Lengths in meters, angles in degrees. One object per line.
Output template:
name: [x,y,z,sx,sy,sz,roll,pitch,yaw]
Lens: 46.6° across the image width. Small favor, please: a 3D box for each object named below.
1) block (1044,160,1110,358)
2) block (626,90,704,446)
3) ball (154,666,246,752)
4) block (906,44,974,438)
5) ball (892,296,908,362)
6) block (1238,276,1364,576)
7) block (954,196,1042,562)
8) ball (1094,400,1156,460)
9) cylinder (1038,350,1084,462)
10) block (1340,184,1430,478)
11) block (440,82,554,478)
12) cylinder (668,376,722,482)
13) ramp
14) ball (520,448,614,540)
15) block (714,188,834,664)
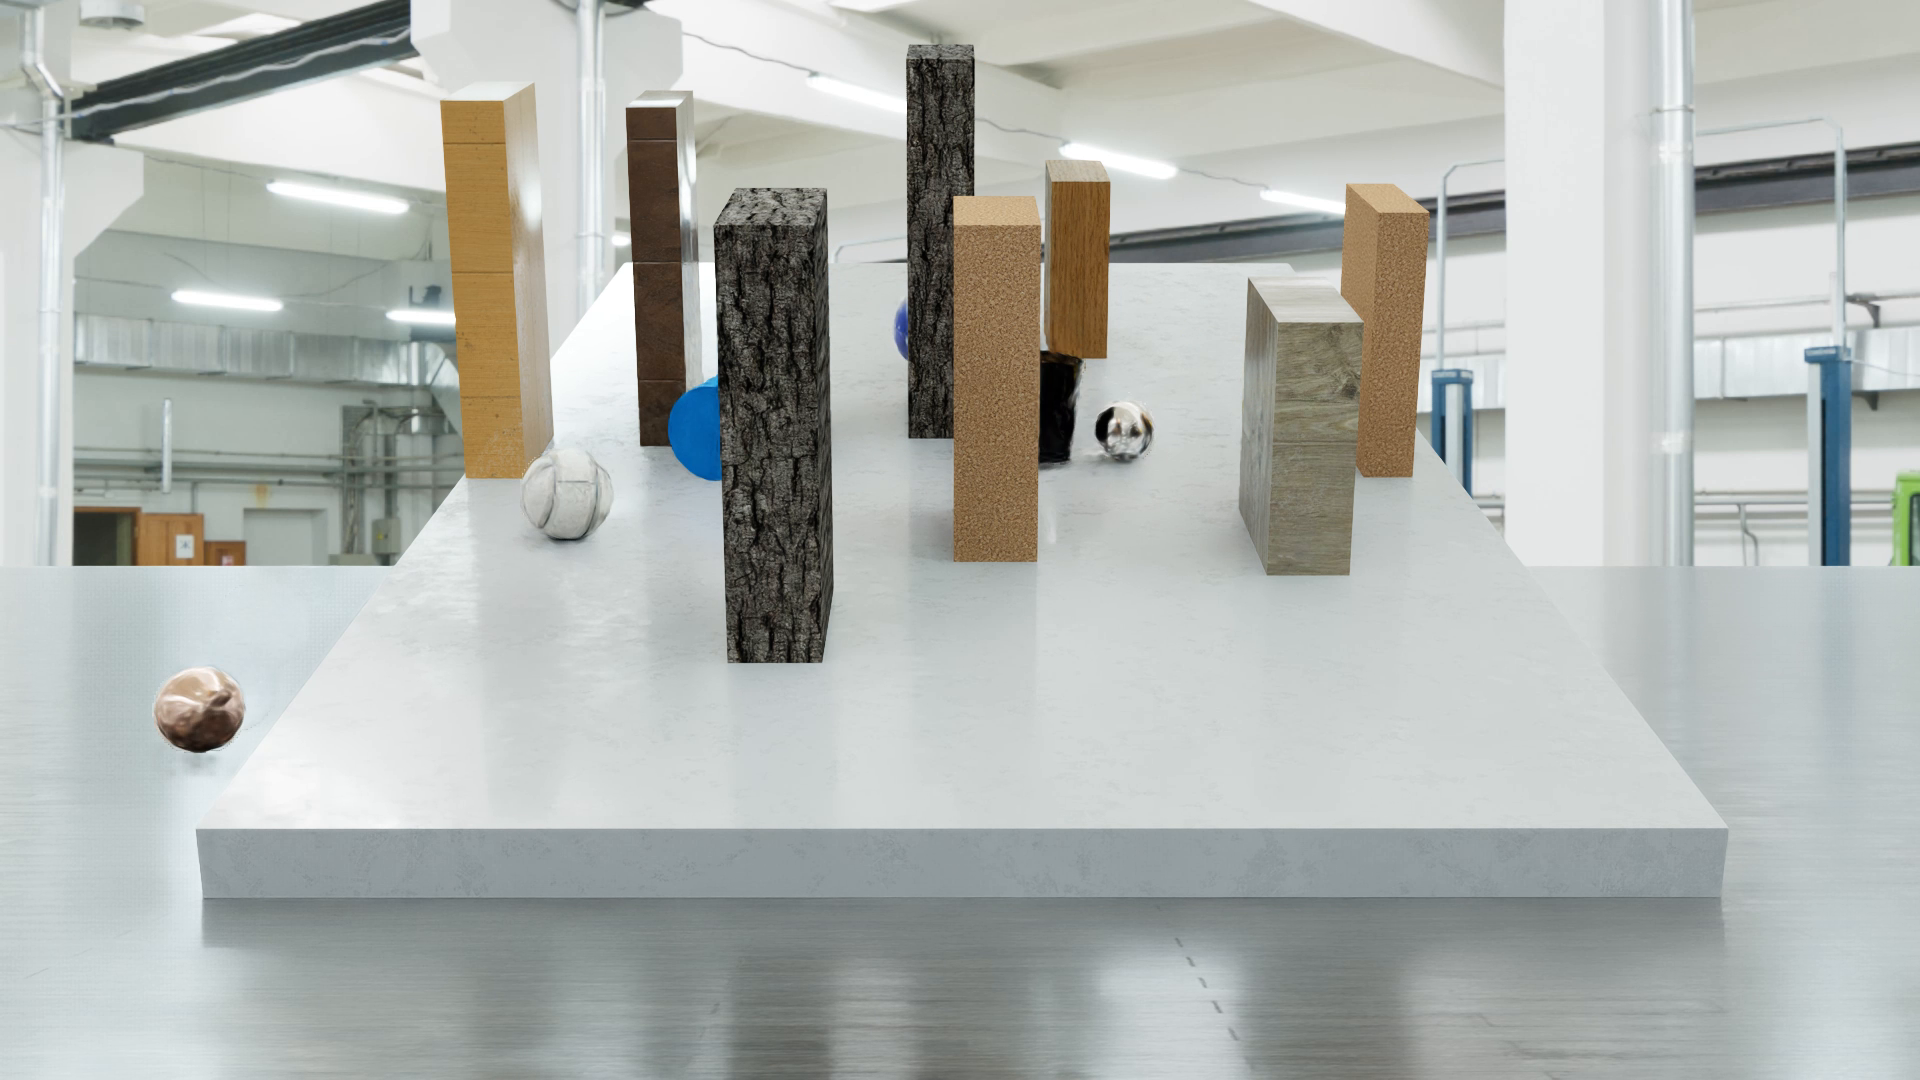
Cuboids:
block: [0.291,-0.712,5.617,0.142,0.436,0.372,0,18,0]
block: [-0.626,-0.584,4.763,0.102,0.707,0.316,0,18,0]
ball: [-1.756,0.391,5.157,0.199,0.199,0.199,0,-1,0]
block: [-0.041,-0.647,4.812,0.140,0.798,0.328,0,18,0]
ball: [-0.055,-0.496,5.245,0.208,0.208,0.208,0,-1,0]
block: [0.608,-0.214,4.025,0.145,0.451,0.406,0,18,0]
block: [0.063,-0.296,4.032,0.149,0.602,0.319,0,18,0]
ball: [0.340,-0.227,4.601,0.126,0.126,0.126,0,-1,0]
cylinder: [0.141,-0.279,4.590,0.204,0.204,0.204,7,12,-1]
block: [0.862,-0.438,4.594,0.099,0.535,0.379,0,18,0]
block: [-0.932,-0.531,4.526,0.121,0.749,0.336,0,18,0]
cylinder: [-0.462,-0.239,4.521,0.195,0.195,0.195,0,17,18]
ramp: [-0.003,-0.182,4.831,2.000,0.100,4.000,0,18,0]
ball: [-0.718,-0.085,4.081,0.167,0.167,0.167,0,-1,0]
block: [-0.290,-0.190,3.555,0.148,0.687,0.361,0,18,0]
